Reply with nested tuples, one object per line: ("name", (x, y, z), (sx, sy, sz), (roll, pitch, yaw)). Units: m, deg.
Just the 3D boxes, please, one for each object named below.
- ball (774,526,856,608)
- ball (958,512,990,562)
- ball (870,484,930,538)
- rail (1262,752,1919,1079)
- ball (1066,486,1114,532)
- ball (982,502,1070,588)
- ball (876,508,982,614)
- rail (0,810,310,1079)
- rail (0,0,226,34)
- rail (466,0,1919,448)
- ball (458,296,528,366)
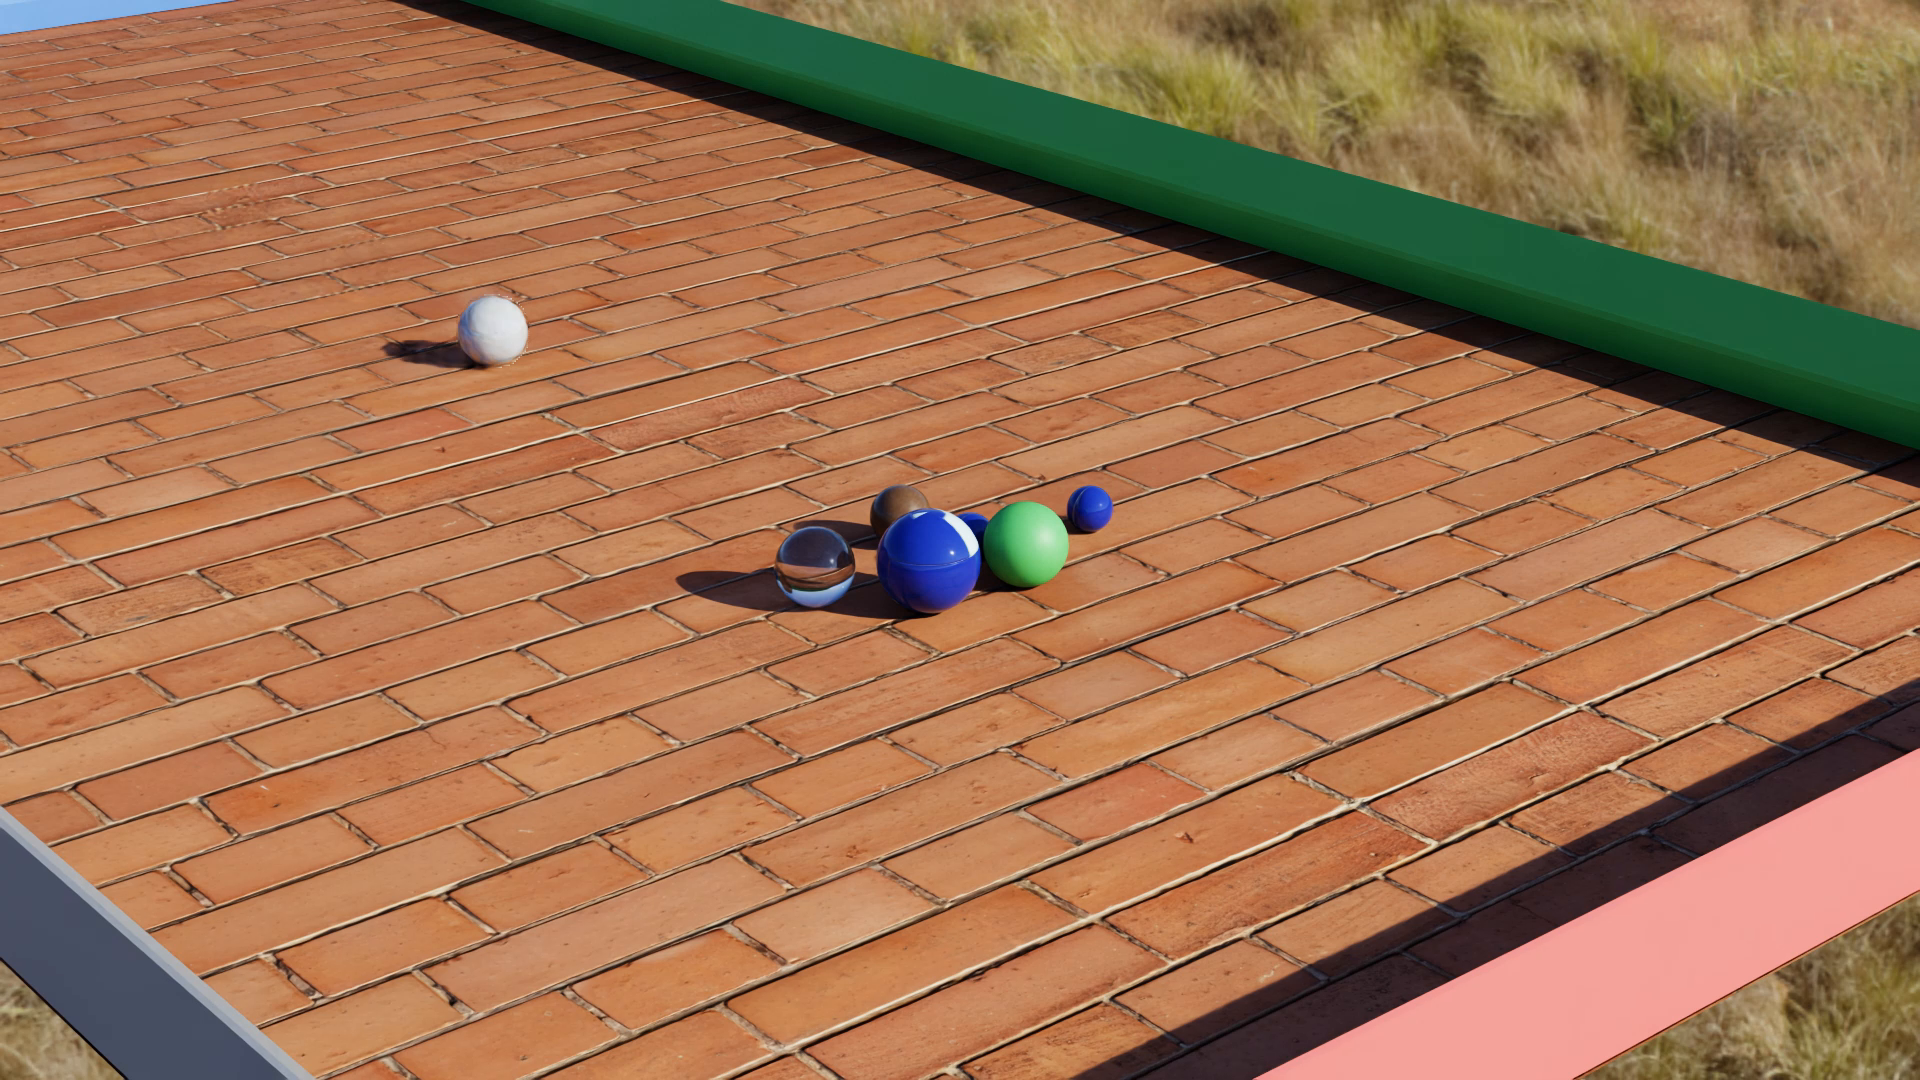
("ball", (-0.118, 0.022, 2.400), (0.067, 0.067, 0.067), (0, 22, 0))
("ball", (0.008, -0.001, 2.484), (0.045, 0.045, 0.045), (0, 22, 0))
("ball", (-0.051, -0.021, 2.521), (0.054, 0.054, 0.054), (0, 22, 0))
("rail", (0.518, 0.211, 1.878), (1.760, 0.111, 0.045), (-18, 28, -36))
("ball", (0.113, -0.027, 2.554), (0.041, 0.041, 0.041), (0, 22, 0))
("ball", (0.055, 0.004, 2.438), (0.072, 0.072, 0.072), (0, 22, 0))
("ball", (-0.025, 0.017, 2.387), (0.086, 0.086, 0.086), (0, 22, 0))
("rail", (-1.190, -0.058, 2.534), (0.045, 0.111, 3.328), (-18, 28, -36))
("rail", (-1.586, -0.743, 4.207), (1.760, 0.111, 0.045), (-18, 28, -36))
("rail", (0.123, -0.474, 3.550), (0.045, 0.111, 3.328), (-18, 28, -36))
("ball", (-0.471, -0.210, 2.963), (0.070, 0.070, 0.070), (0, 22, 0))
